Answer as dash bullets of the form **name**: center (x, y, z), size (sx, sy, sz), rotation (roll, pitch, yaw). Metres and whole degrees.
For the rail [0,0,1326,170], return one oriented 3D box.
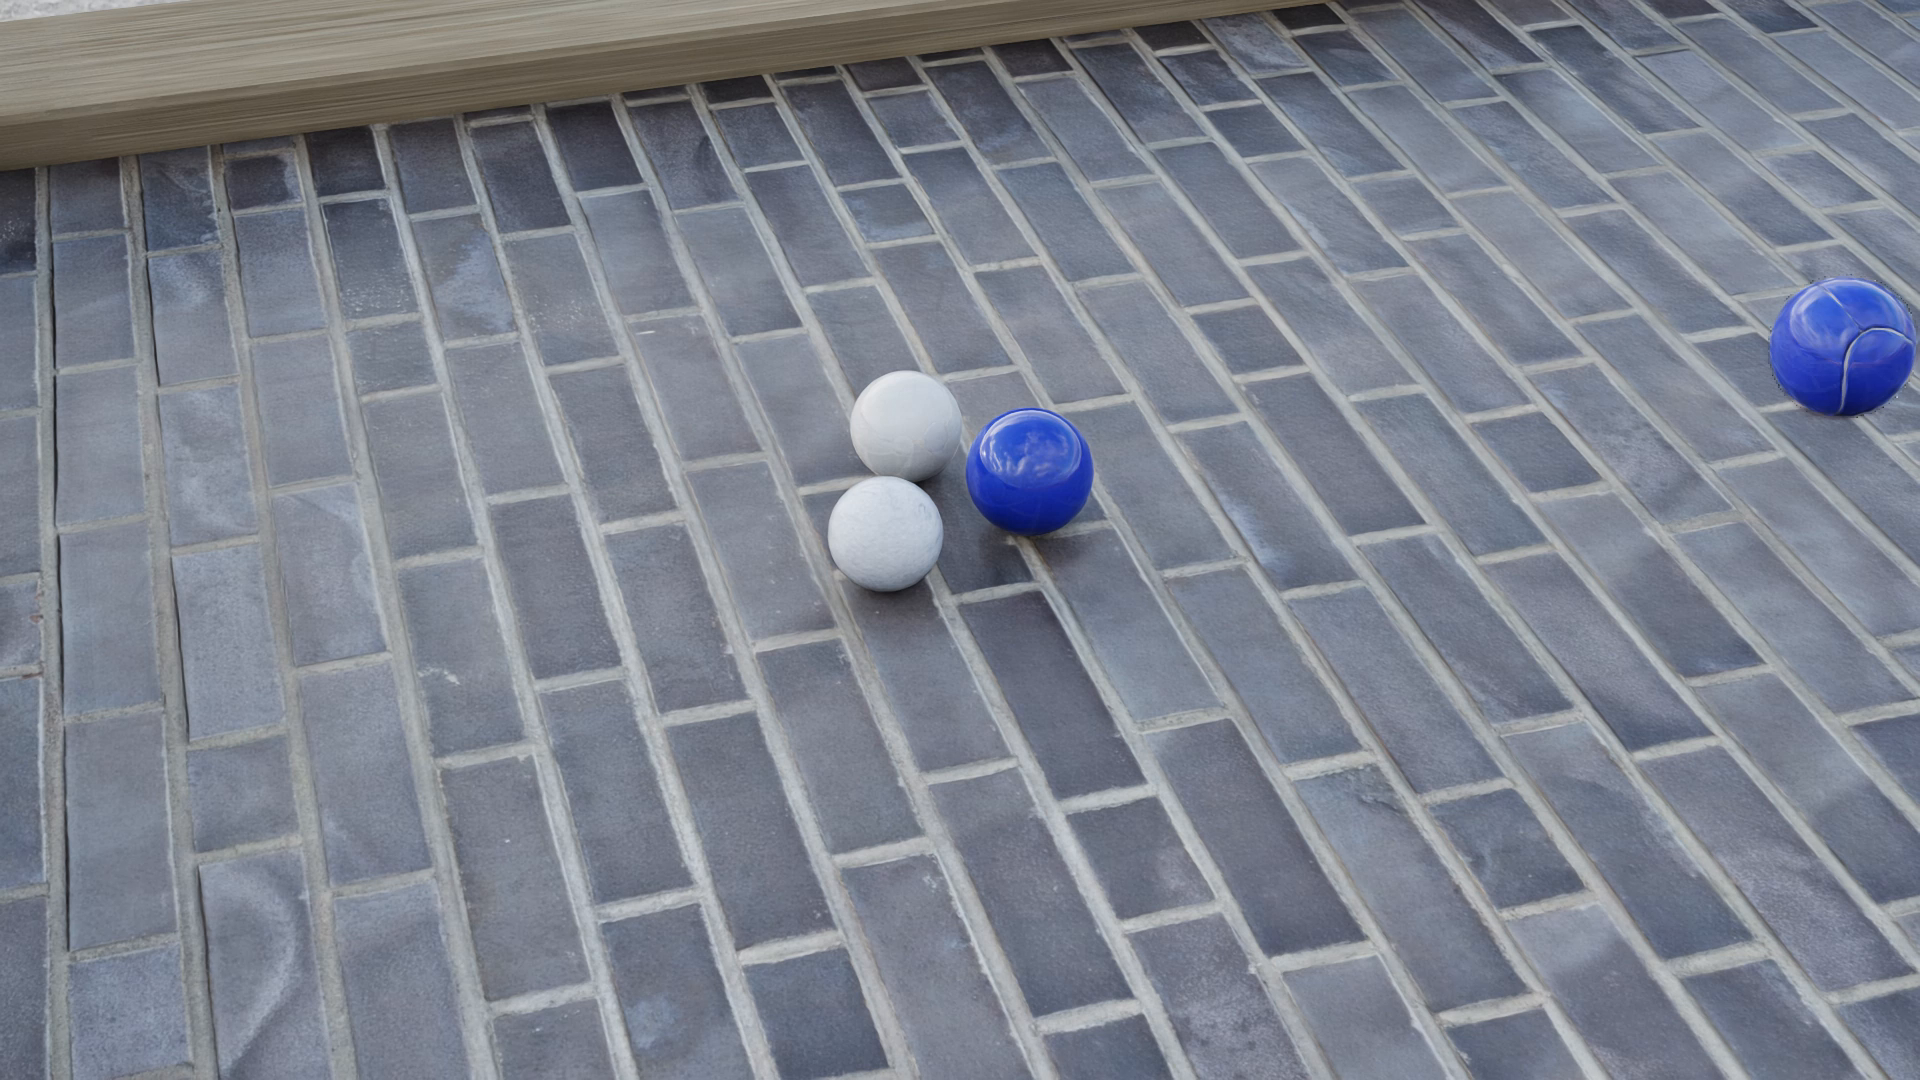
- **rail**: center (0.412, -0.544, 2.314), size (2.621, 0.125, 0.045), rotation (-10, 37, -14)

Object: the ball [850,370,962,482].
- **ball**: center (-0.036, -0.075, 1.699), size (0.075, 0.075, 0.075), rotation (0, 35, 0)

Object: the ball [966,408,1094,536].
- **ball**: center (0.045, -0.044, 1.647), size (0.083, 0.083, 0.083), rotation (0, 35, 0)

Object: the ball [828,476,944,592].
- **ball**: center (-0.046, -0.004, 1.600), size (0.072, 0.072, 0.072), rotation (0, 35, 0)

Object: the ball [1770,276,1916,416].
- **ball**: center (0.606, -0.133, 1.761), size (0.096, 0.096, 0.096), rotation (0, 35, 0)
